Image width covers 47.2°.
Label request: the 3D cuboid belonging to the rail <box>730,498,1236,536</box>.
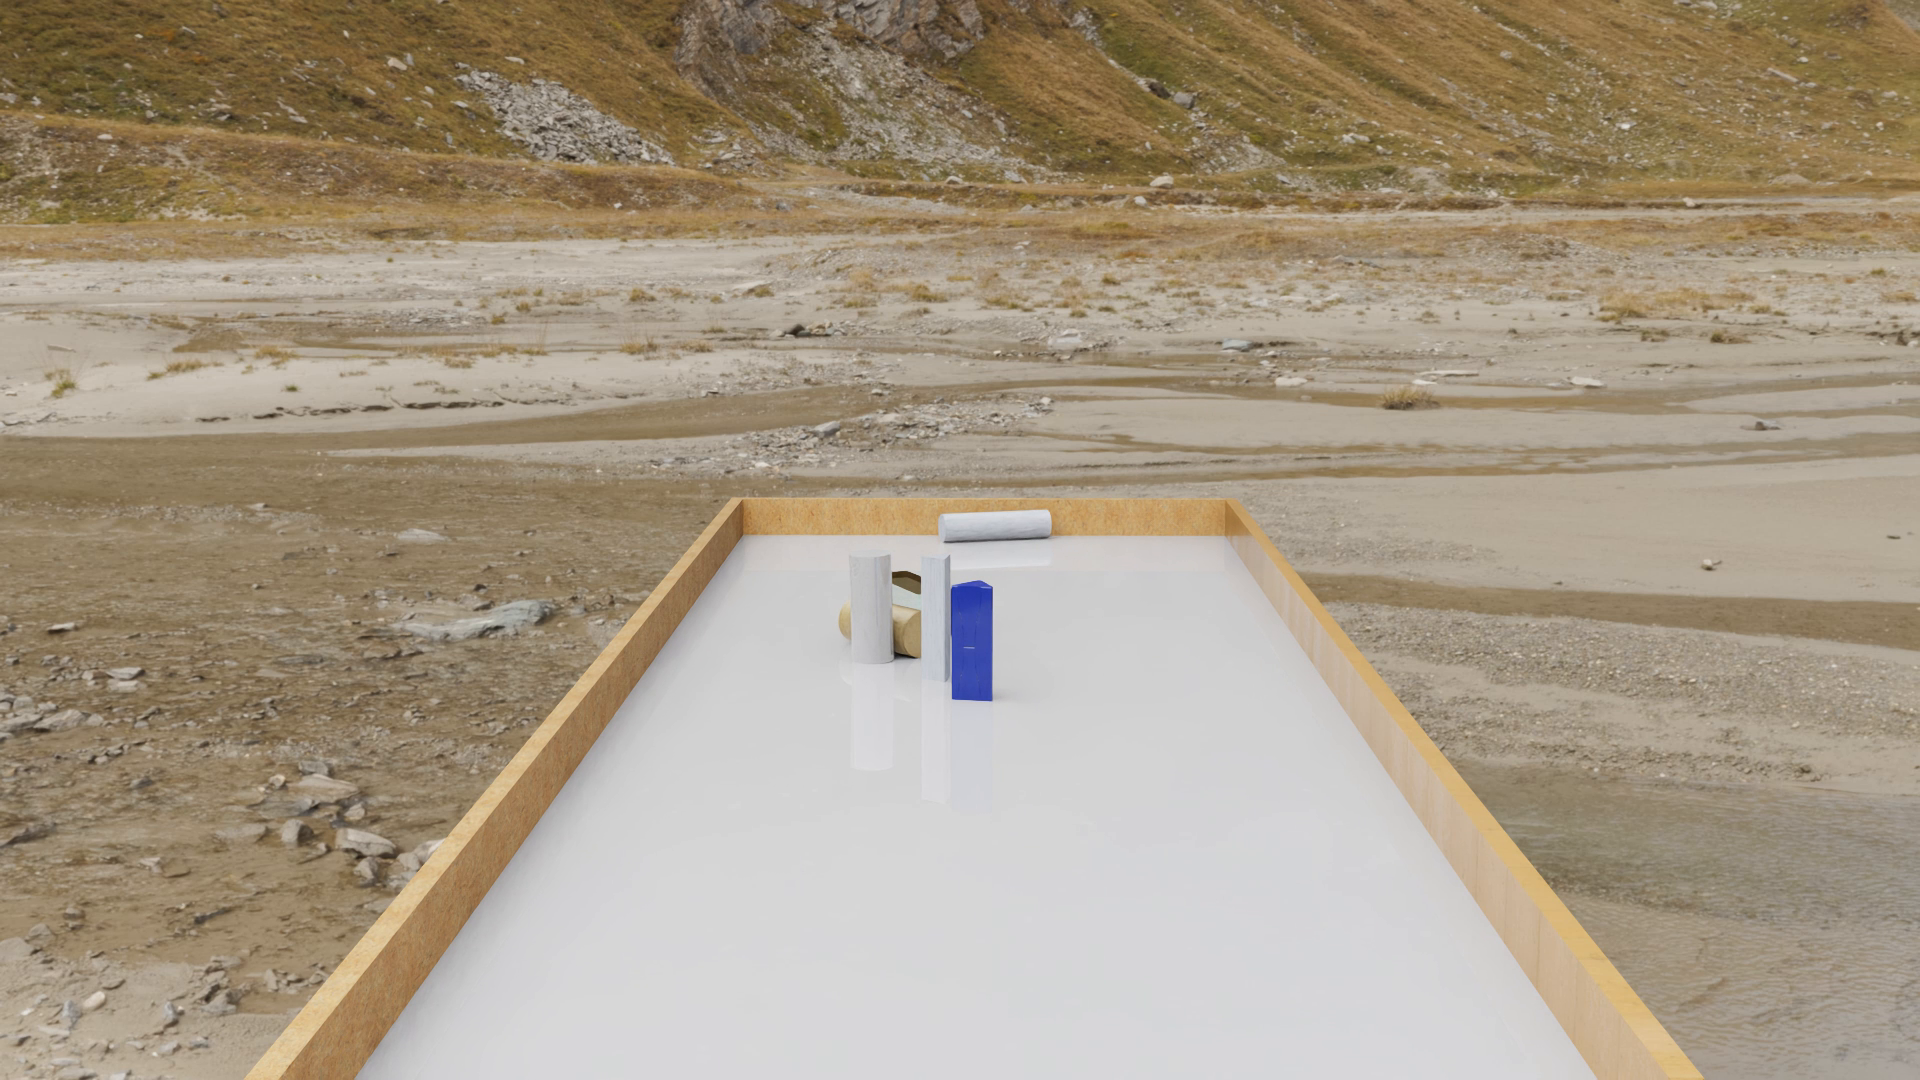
[{"bbox_3d":[0.099,-0.098,9.147,2.100,0.150,0.050,0,9,1],"label":"rail"}]

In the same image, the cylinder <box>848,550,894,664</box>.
[{"bbox_3d":[-0.269,0.202,6.674,0.128,0.329,0.128,-1,11,0],"label":"cylinder"}]

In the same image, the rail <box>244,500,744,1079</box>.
[{"bbox_3d":[-1.004,0.839,3.234,0.050,0.150,12.000,0,9,1],"label":"rail"}]

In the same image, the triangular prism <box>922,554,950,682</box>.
[{"bbox_3d":[-0.054,0.225,6.423,0.089,0.364,0.077,8,12,40],"label":"triangular prism"}]

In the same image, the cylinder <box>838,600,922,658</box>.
[{"bbox_3d":[-0.222,0.269,6.848,0.144,0.144,0.328,-7,12,-39],"label":"cylinder"}]

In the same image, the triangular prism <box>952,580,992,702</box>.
[{"bbox_3d":[0.045,0.282,6.194,0.116,0.325,0.101,2,9,13],"label":"triangular prism"}]

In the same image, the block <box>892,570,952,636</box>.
[{"bbox_3d":[-0.158,0.209,7.238,0.142,0.142,0.428,-4,10,-23],"label":"block"}]

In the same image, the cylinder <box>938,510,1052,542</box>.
[{"bbox_3d":[0.143,-0.058,9.007,0.450,0.116,0.116,-3,9,-15],"label":"cylinder"}]

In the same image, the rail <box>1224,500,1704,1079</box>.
[{"bbox_3d":[1.046,0.843,3.208,0.050,0.150,12.000,0,9,1],"label":"rail"}]
